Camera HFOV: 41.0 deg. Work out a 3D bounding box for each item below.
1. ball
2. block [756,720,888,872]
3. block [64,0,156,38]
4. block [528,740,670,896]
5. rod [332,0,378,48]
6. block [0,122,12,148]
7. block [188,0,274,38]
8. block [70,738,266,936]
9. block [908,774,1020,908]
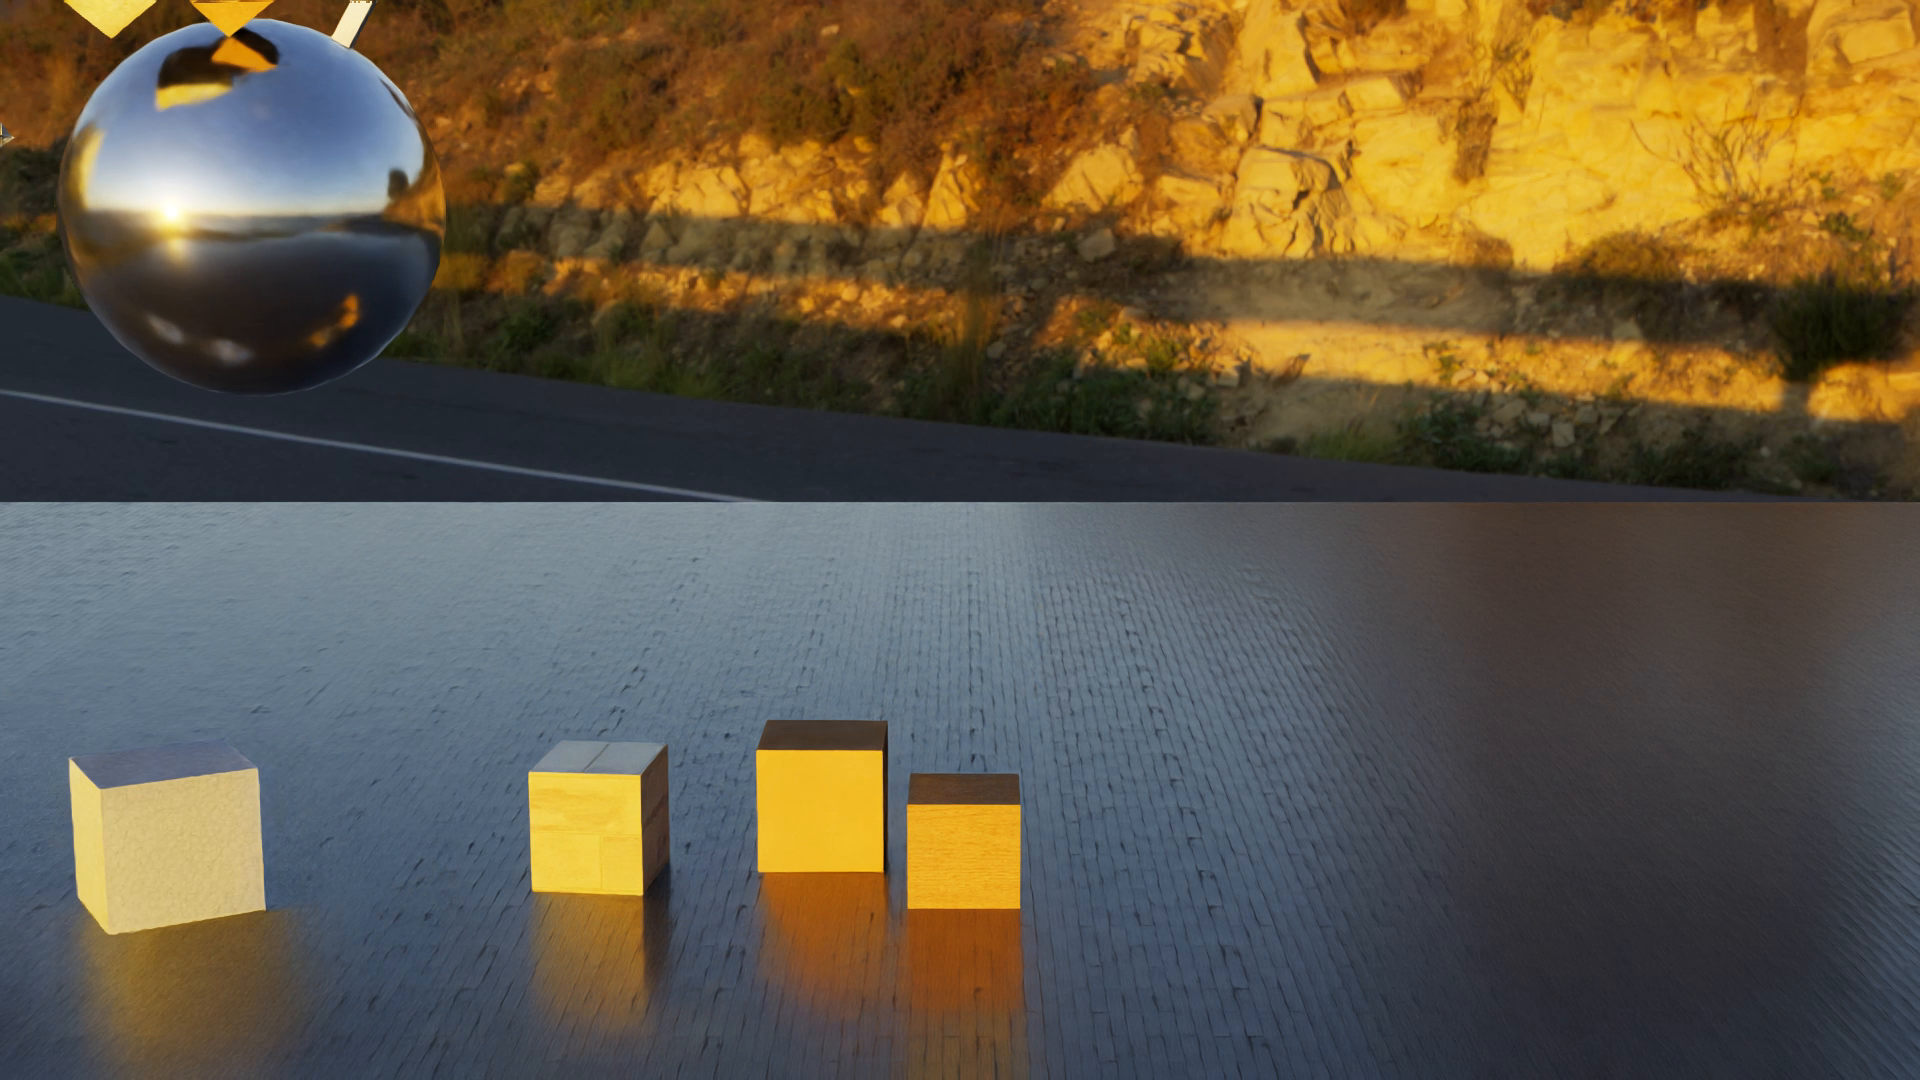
[{"bbox_3d":[-3.001,-1.410,10.924,1.600,1.600,1.600,0,10,0],"label":"ball"},{"bbox_3d":[-0.617,1.156,11.647,0.557,0.558,0.540,0,10,1],"label":"block"},{"bbox_3d":[-3.347,-2.462,10.189,0.546,0.471,0.593,-32,42,20],"label":"block"},{"bbox_3d":[-1.588,1.221,11.348,0.491,0.536,0.537,1,10,6],"label":"block"},{"bbox_3d":[-1.300,-4.307,10.397,0.080,5.200,0.080,30,9,-5],"label":"rod"},{"bbox_3d":[-4.430,-1.716,10.700,0.614,0.539,0.545,-39,11,-3],"label":"block"},{"bbox_3d":[-2.969,-2.346,10.428,0.329,0.341,0.367,-33,39,17],"label":"block"},{"bbox_3d":[-3.384,1.251,10.945,0.650,0.622,0.584,-6,12,-30],"label":"block"},{"bbox_3d":[0.018,1.301,11.134,0.479,0.457,0.496,0,10,0],"label":"block"}]
